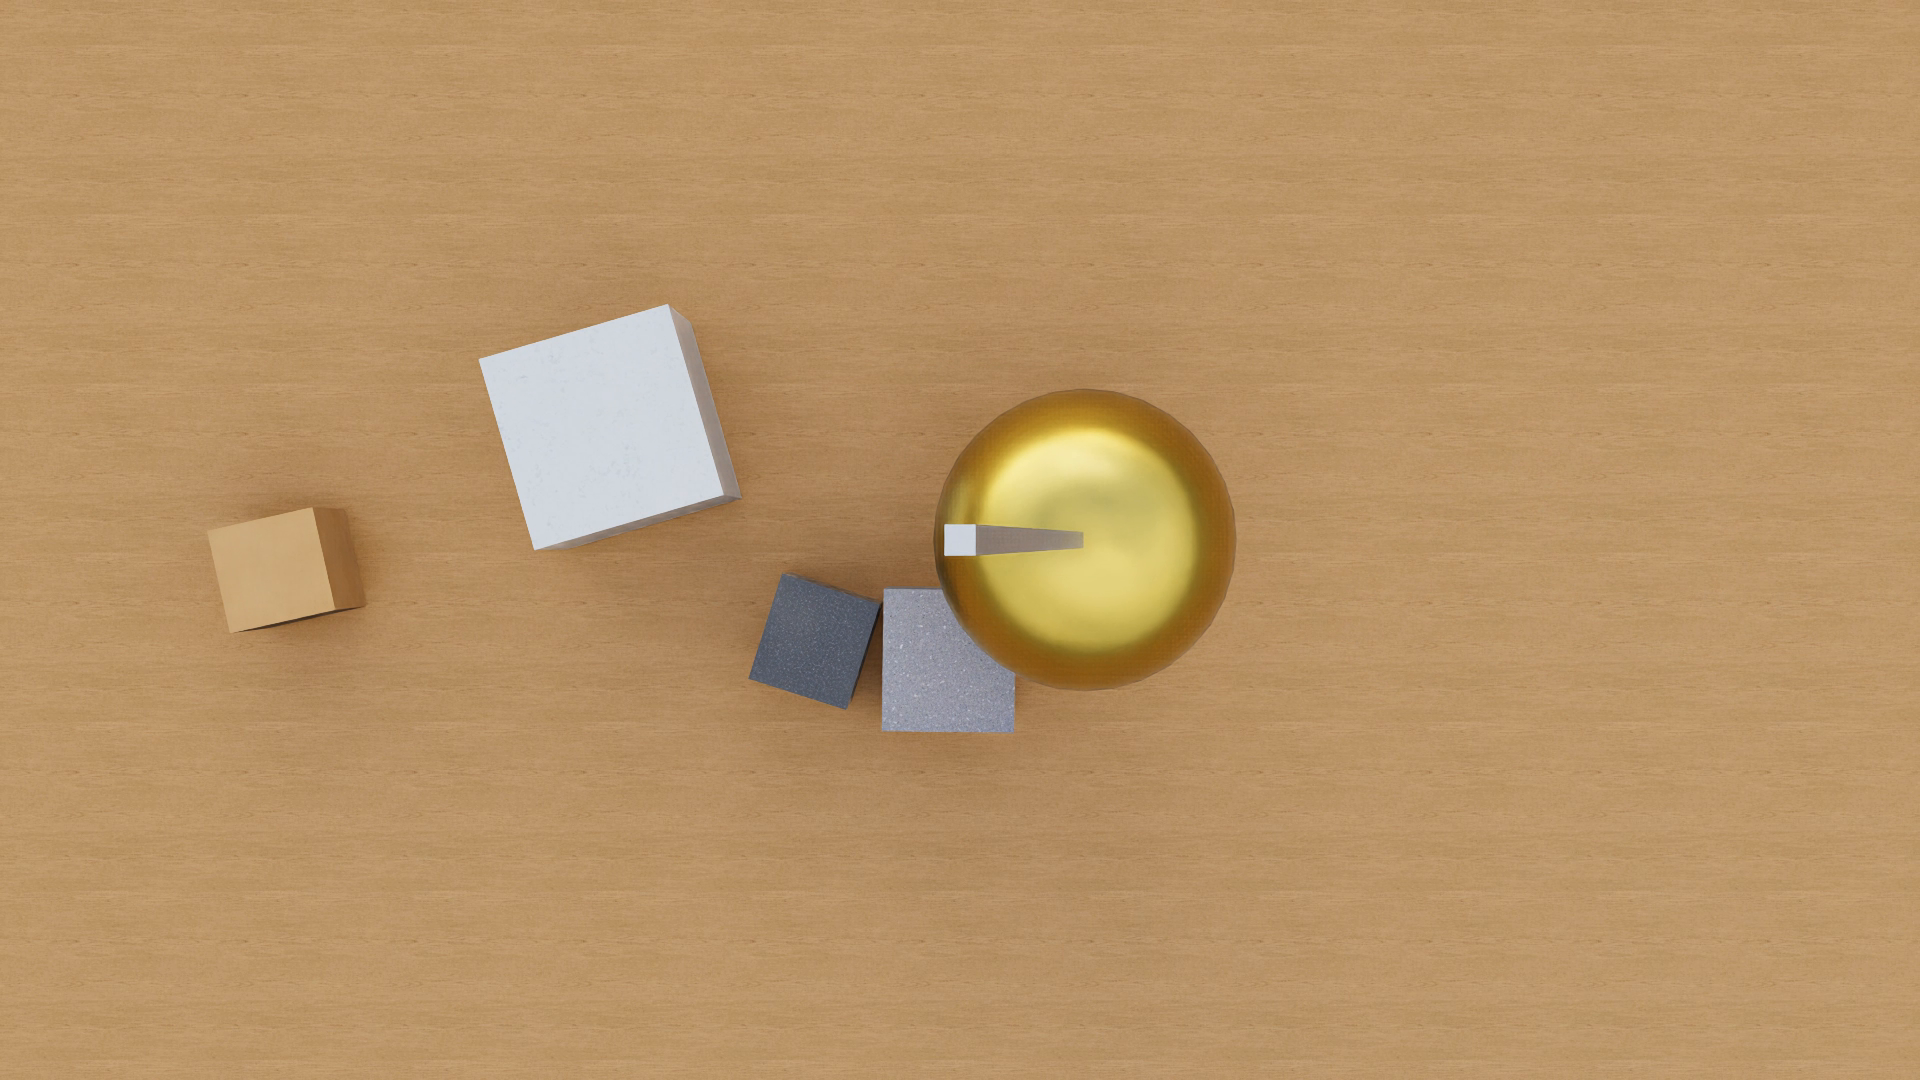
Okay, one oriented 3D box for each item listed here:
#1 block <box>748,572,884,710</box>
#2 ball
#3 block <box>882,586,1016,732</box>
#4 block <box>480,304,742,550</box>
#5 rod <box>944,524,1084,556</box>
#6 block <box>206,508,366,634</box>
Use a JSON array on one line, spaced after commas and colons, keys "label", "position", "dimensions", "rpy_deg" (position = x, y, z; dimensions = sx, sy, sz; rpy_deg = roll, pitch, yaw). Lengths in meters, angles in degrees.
[{"label": "block", "position": [-0.820, 0.572, 12.680], "dimensions": [0.577, 0.639, 0.621], "rpy_deg": [18, 90, 0]}, {"label": "ball", "position": [0.655, 0.000, 11.603], "dimensions": [1.600, 1.600, 1.600], "rpy_deg": [0, 90, 0]}, {"label": "block", "position": [-0.061, 0.675, 12.635], "dimensions": [0.740, 0.731, 0.793], "rpy_deg": [1, 90, 0]}, {"label": "block", "position": [-1.954, -0.615, 12.489], "dimensions": [1.074, 1.022, 1.083], "rpy_deg": [-16, 90, 0]}, {"label": "rod", "position": [0.284, 0.000, 8.224], "dimensions": [0.080, 5.200, 0.080], "rpy_deg": [0, 90, 6]}, {"label": "block", "position": [-3.869, 0.170, 12.675], "dimensions": [0.606, 0.651, 0.591], "rpy_deg": [-13, 90, 0]}]
